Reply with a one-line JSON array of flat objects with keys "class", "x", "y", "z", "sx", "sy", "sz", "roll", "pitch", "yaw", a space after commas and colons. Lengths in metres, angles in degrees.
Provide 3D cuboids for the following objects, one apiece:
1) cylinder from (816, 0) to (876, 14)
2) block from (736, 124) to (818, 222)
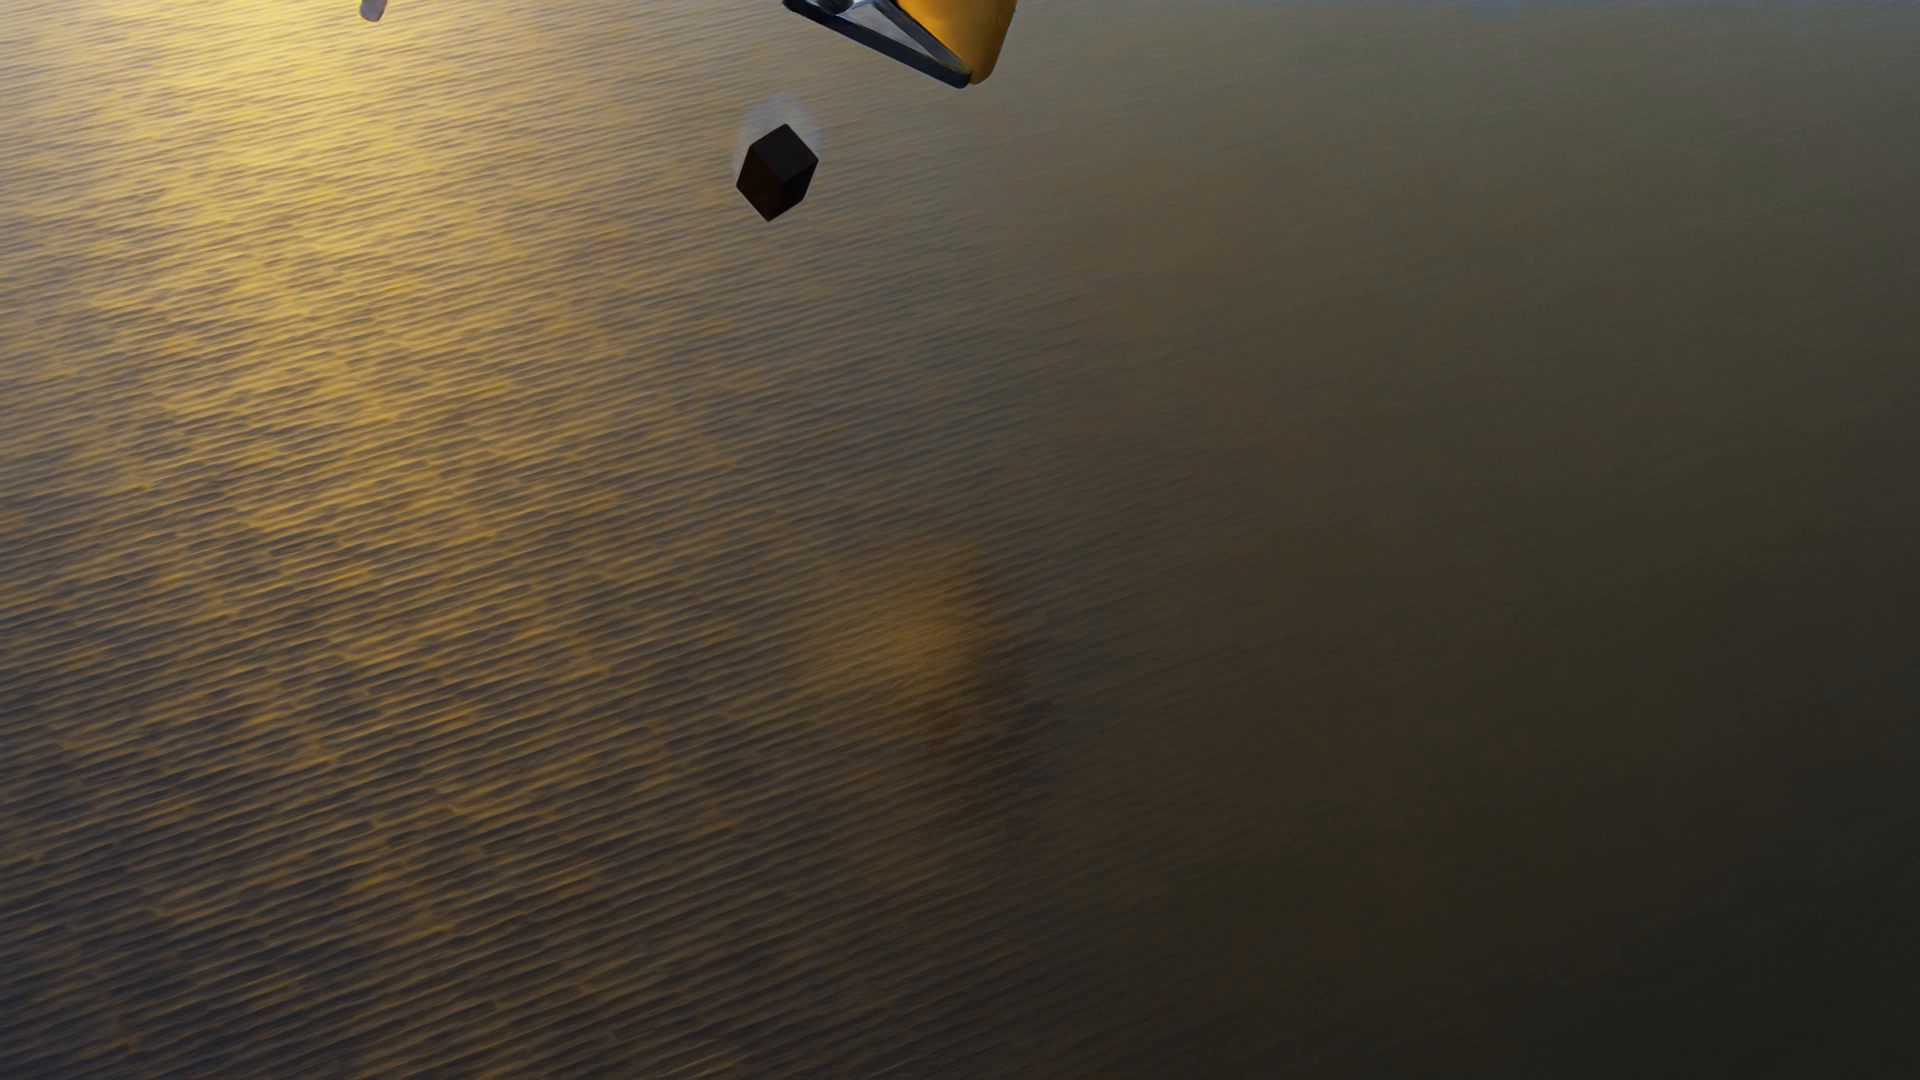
[{"class": "cylinder", "x": -0.352, "y": -1.942, "z": 10.090, "sx": 0.188, "sy": 0.210, "sz": 0.297, "roll": 25, "pitch": 32, "yaw": 23}, {"class": "block", "x": -0.517, "y": -1.036, "z": 8.273, "sx": 0.135, "sy": 0.218, "sz": 0.143, "roll": -36, "pitch": 79, "yaw": -27}]
